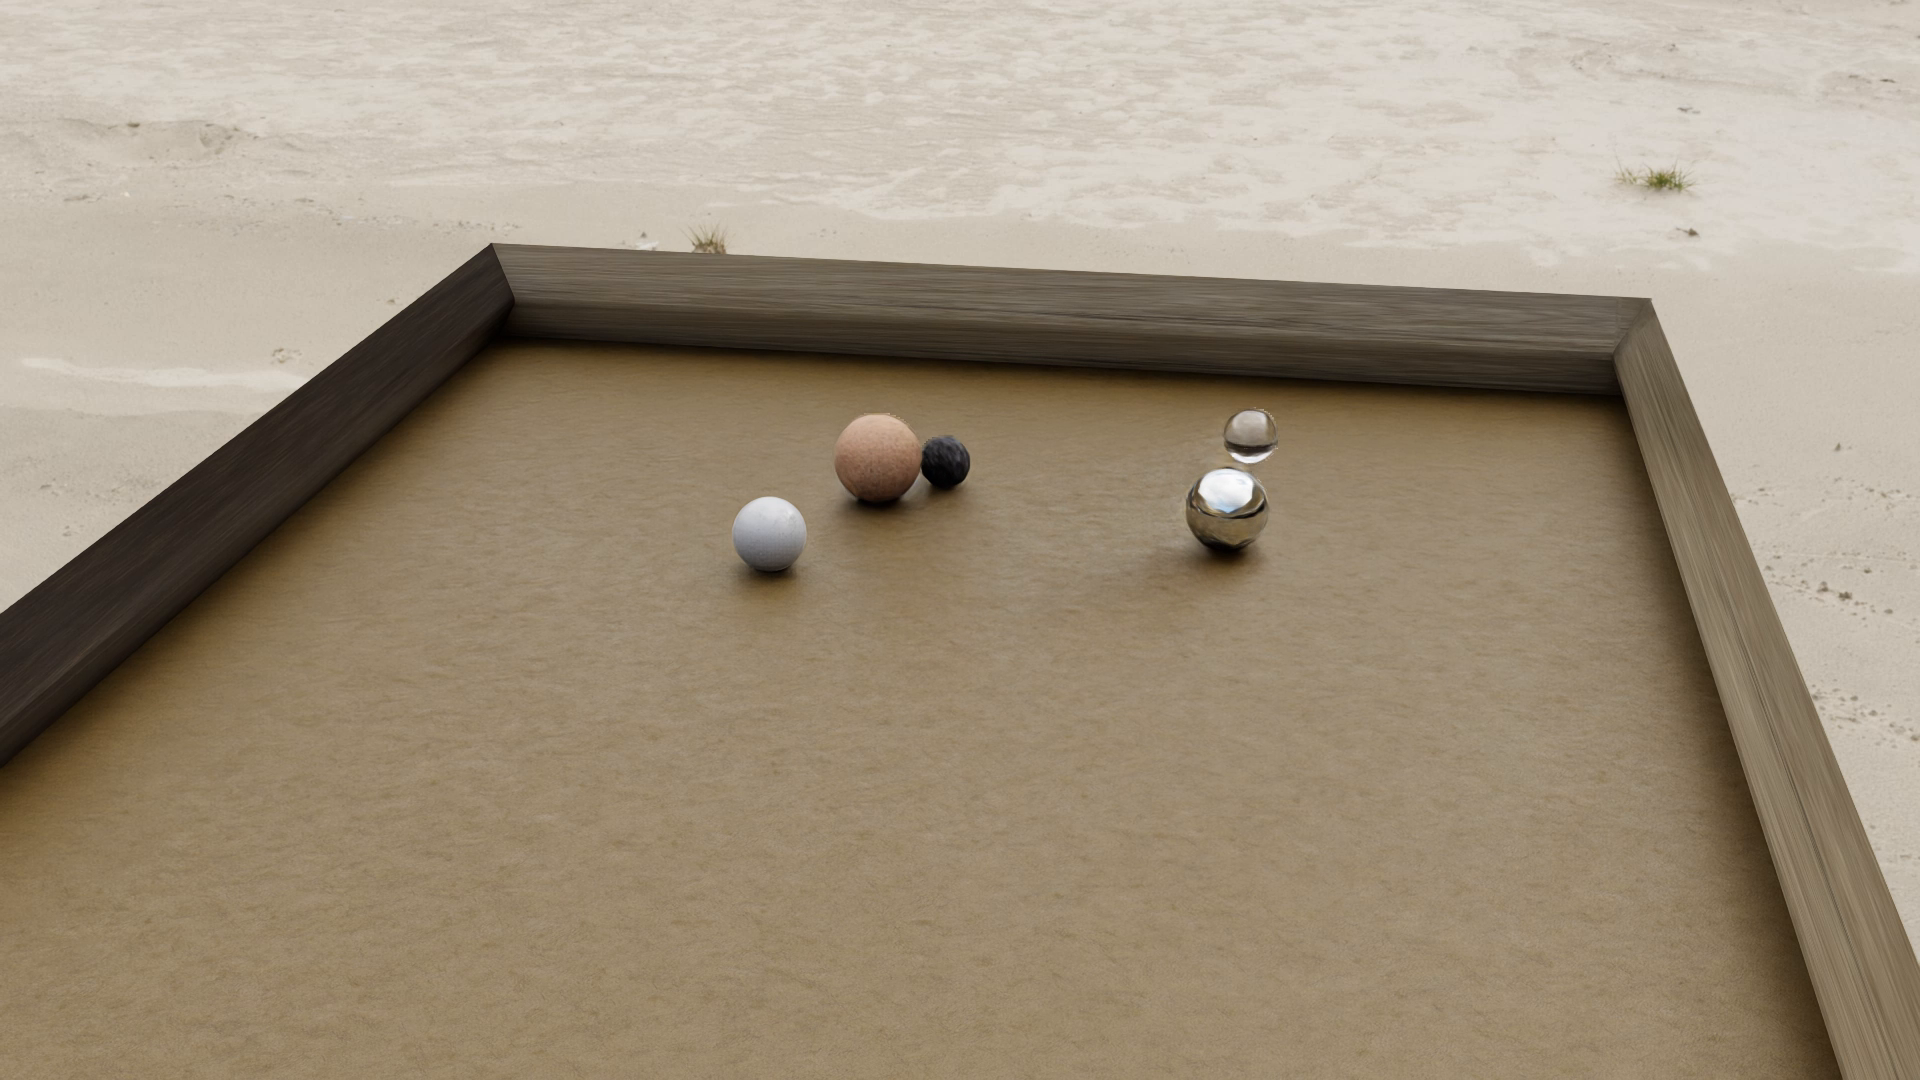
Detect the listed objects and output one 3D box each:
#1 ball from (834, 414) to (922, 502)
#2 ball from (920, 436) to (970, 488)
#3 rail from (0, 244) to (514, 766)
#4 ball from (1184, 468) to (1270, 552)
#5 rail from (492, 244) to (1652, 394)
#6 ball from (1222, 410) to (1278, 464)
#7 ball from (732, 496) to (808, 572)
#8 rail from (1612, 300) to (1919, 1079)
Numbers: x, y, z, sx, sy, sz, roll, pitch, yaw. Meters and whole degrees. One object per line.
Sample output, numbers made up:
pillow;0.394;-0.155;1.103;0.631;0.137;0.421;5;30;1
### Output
ball;-0.093;-0.092;2.485;0.100;0.100;0.100;0;23;0
ball;-0.017;-0.089;2.530;0.058;0.058;0.058;0;23;0
rail;-0.848;0.201;1.768;0.045;0.129;2.782;4;24;9
ball;0.286;-0.033;2.359;0.090;0.090;0.090;0;23;0
rail;0.111;-0.287;2.892;1.534;0.129;0.045;4;24;9
ball;0.343;-0.123;2.599;0.064;0.064;0.064;0;23;0
ball;-0.200;-0.006;2.312;0.079;0.079;0.079;0;23;0
rail;0.618;0.299;1.542;0.045;0.129;2.782;4;24;9
